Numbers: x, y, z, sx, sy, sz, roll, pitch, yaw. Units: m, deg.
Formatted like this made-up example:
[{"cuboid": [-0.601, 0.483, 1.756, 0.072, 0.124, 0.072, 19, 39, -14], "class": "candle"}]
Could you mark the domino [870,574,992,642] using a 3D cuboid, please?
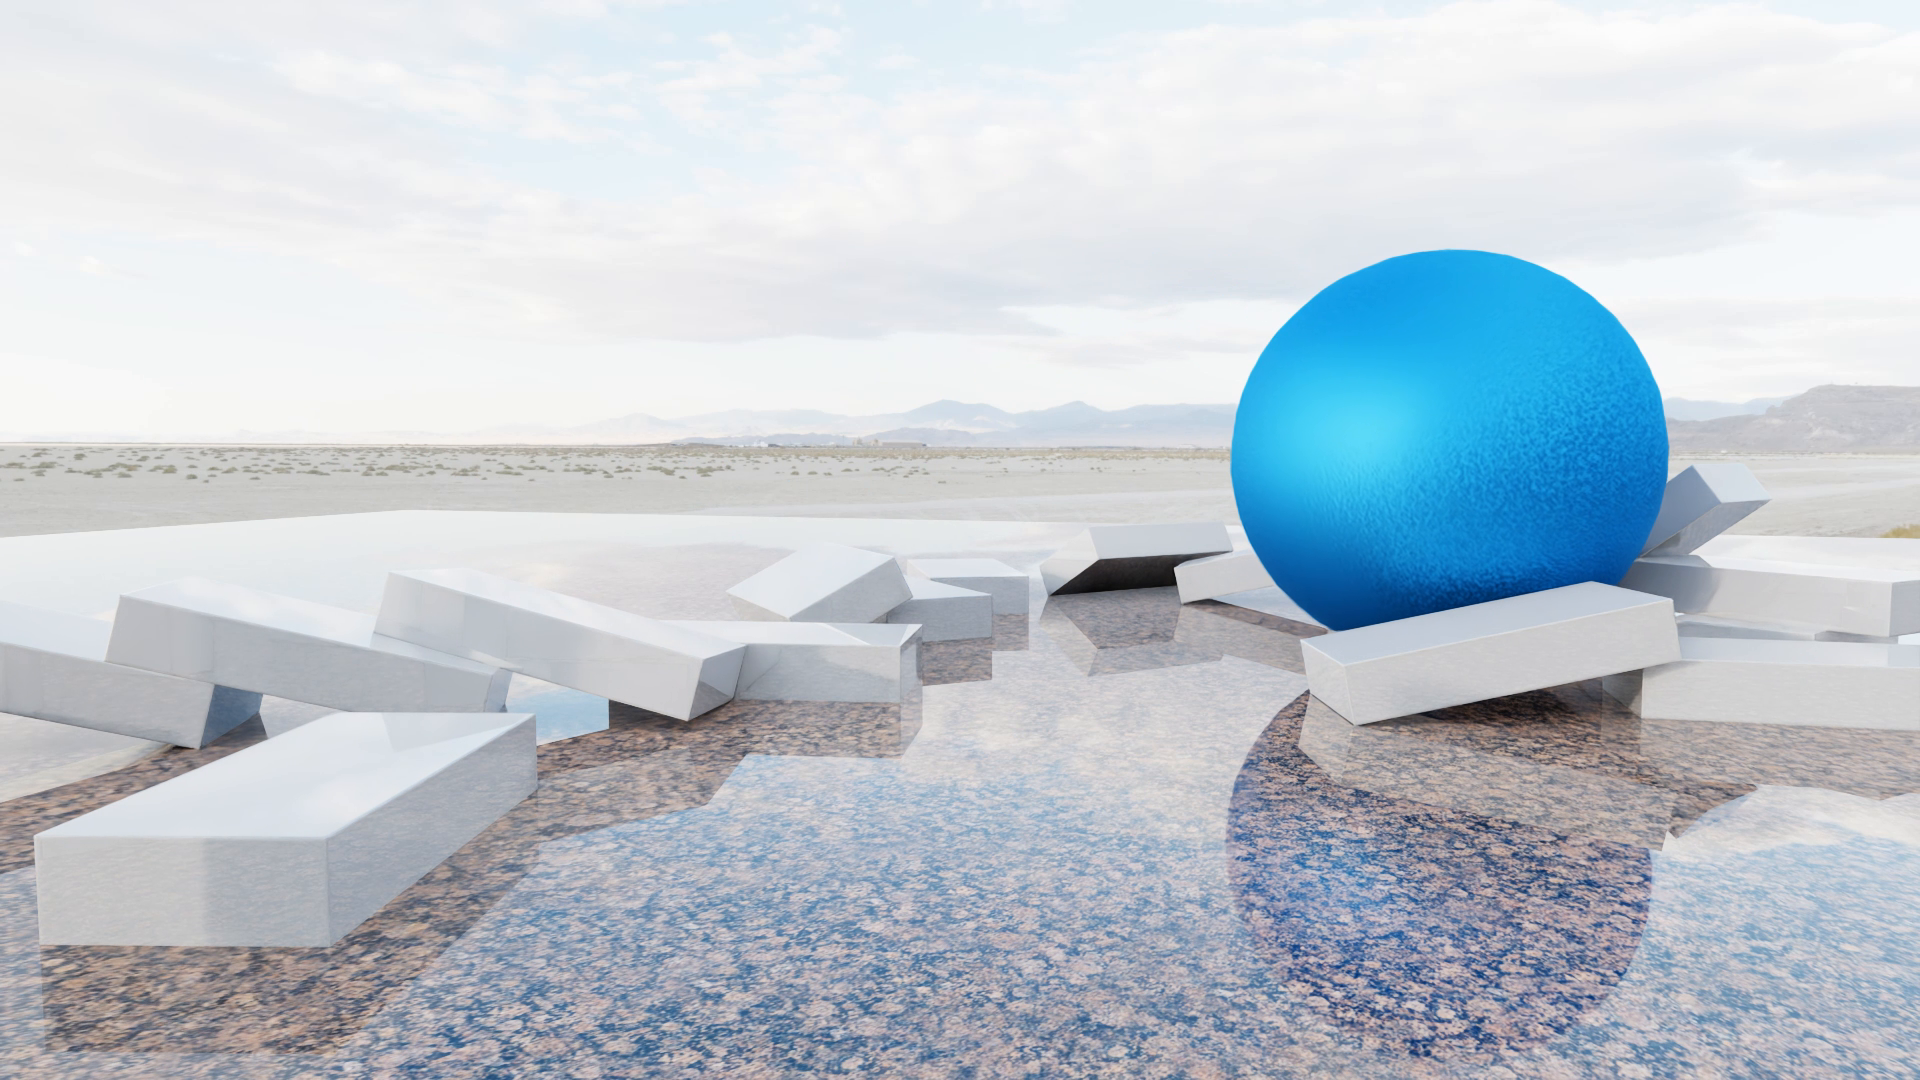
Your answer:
[{"cuboid": [-0.015, 0.015, 0.299, 0.025, 0.010, 0.050, -2, 5, -26], "class": "domino"}]

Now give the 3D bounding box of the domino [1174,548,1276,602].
[{"cuboid": [0.084, 0.006, 0.344, 0.050, 0.010, 0.025, -12, 0, 17], "class": "domino"}]

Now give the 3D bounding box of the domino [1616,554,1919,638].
[{"cuboid": [0.157, 0.010, 0.247, 0.025, 0.009, 0.050, -2, 5, -30], "class": "domino"}]

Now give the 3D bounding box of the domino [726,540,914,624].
[{"cuboid": [-0.032, 0.012, 0.280, 0.025, 0.010, 0.050, -30, 15, -20], "class": "domino"}]

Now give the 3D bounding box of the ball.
[{"cuboid": [0.094, -0.016, 0.253, 0.080, 0.080, 0.080, 0, 4, 0], "class": "ball"}]

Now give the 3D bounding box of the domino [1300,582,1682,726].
[{"cuboid": [0.083, 0.018, 0.205, 0.050, 0.009, 0.025, -12, 4, 1], "class": "domino"}]

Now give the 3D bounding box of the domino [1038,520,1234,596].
[{"cuboid": [0.050, 0.005, 0.364, 0.050, 0.009, 0.025, -3, -24, -33], "class": "domino"}]

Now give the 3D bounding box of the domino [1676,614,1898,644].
[{"cuboid": [0.160, 0.019, 0.250, 0.050, 0.009, 0.025, -4, 6, -40], "class": "domino"}]

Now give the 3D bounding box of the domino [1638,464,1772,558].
[{"cuboid": [0.146, 0.002, 0.279, 0.025, 0.009, 0.050, -3, -33, -38], "class": "domino"}]

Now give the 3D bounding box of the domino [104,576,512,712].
[{"cuboid": [-0.095, 0.017, 0.193, 0.050, 0.010, 0.025, 14, 1, -11], "class": "domino"}]

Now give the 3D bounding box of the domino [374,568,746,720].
[{"cuboid": [-0.062, 0.016, 0.203, 0.050, 0.009, 0.025, 15, 1, 5], "class": "domino"}]

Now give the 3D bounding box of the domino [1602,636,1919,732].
[{"cuboid": [0.133, 0.022, 0.205, 0.050, 0.010, 0.025, 1, 4, 14], "class": "domino"}]

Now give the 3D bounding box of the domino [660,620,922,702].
[{"cuboid": [-0.033, 0.021, 0.226, 0.050, 0.009, 0.025, 0, 4, 7], "class": "domino"}]

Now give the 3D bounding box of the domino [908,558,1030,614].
[{"cuboid": [0.001, 0.012, 0.345, 0.025, 0.009, 0.050, -1, 4, -9], "class": "domino"}]

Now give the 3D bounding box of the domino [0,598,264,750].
[{"cuboid": [-0.131, 0.018, 0.186, 0.050, 0.010, 0.025, 14, 2, -12], "class": "domino"}]

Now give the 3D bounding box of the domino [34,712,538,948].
[{"cuboid": [-0.065, 0.028, 0.133, 0.025, 0.009, 0.050, 0, 4, 1], "class": "domino"}]
